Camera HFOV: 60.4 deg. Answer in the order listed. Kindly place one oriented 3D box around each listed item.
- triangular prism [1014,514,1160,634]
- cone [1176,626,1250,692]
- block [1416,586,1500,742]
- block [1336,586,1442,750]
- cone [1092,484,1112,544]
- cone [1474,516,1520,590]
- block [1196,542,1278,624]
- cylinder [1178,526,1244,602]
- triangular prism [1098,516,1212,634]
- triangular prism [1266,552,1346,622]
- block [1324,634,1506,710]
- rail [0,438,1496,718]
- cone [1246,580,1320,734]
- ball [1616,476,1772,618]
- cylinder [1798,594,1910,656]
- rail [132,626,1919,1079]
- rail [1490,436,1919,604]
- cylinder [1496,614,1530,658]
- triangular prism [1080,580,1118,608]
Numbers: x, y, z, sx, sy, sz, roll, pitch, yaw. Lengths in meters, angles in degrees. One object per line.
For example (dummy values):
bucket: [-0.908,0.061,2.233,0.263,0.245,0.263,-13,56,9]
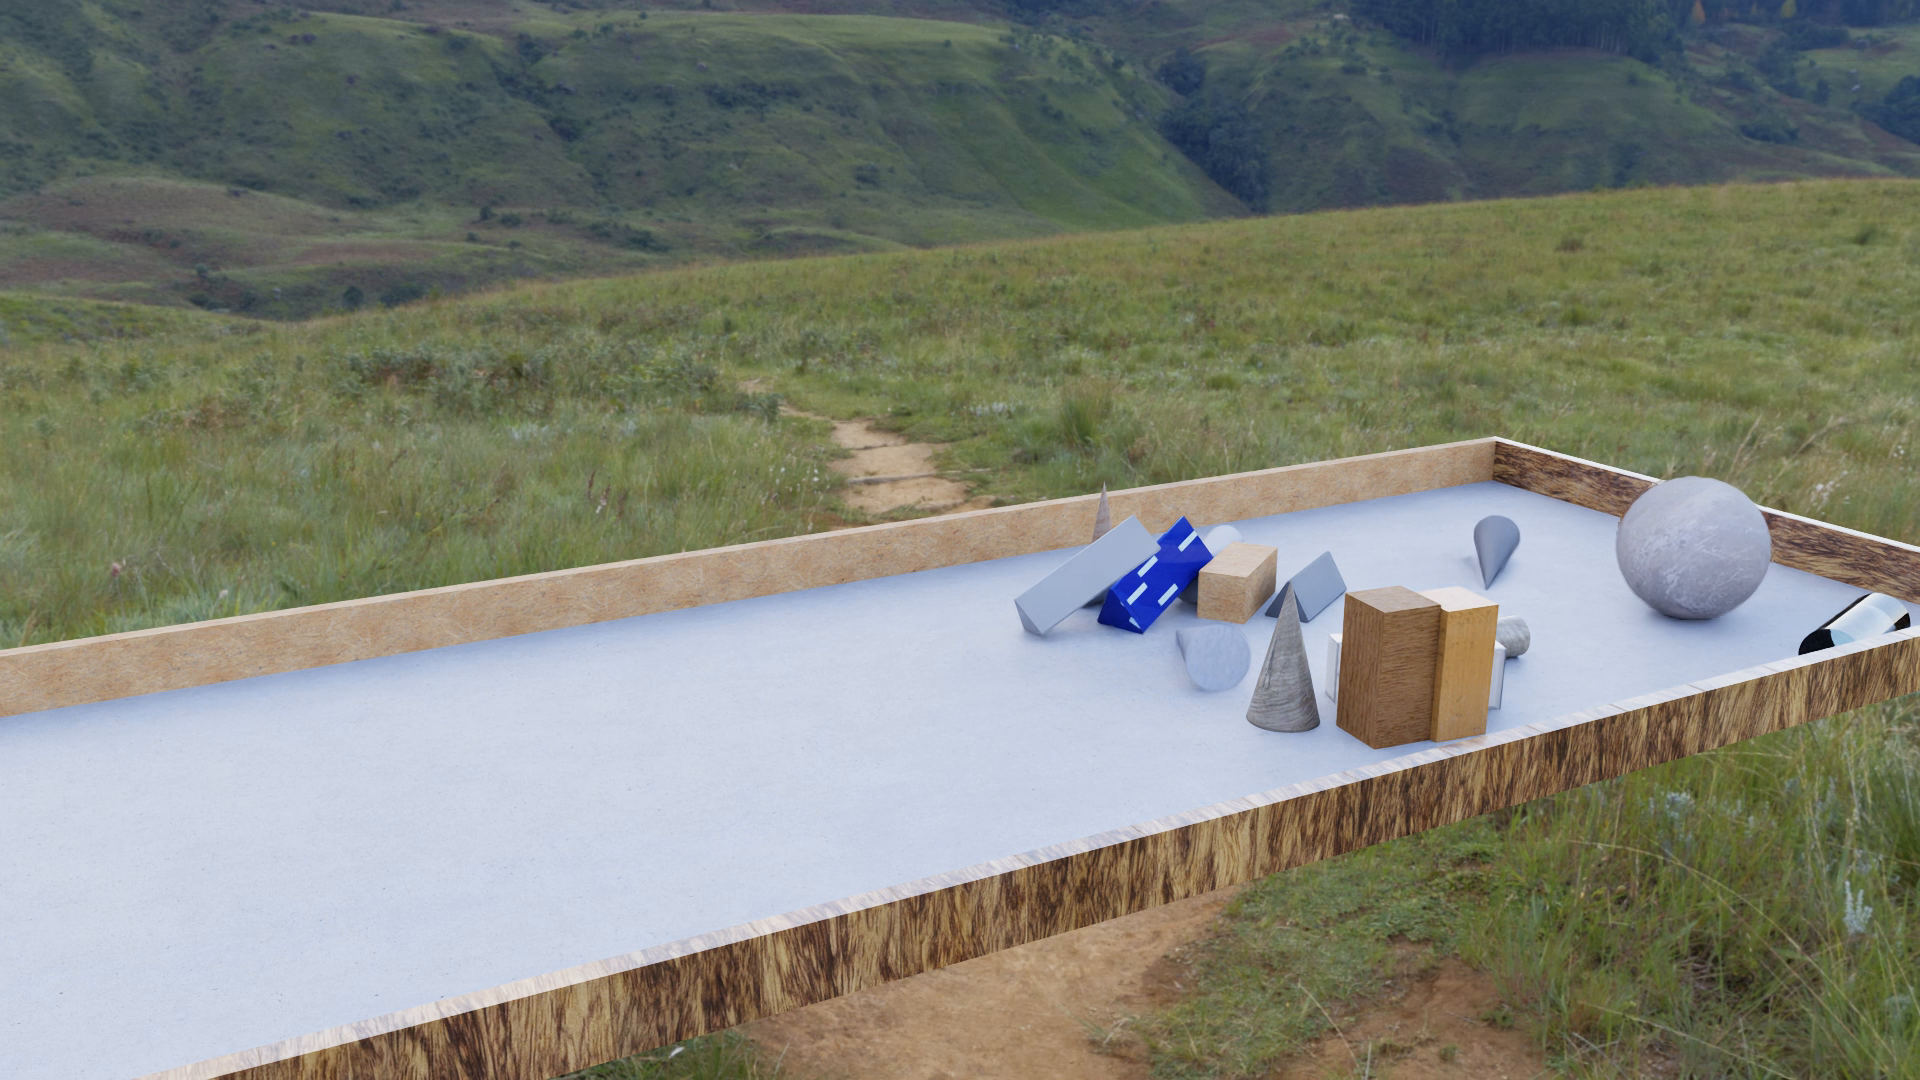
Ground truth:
triangular prism: [0.337,0.089,4.507,0.417,0.106,0.123,-35,16,-15]
cone: [0.613,0.269,4.295,0.165,0.165,0.451,-2,6,-6]
block: [1.128,0.286,3.814,0.140,0.318,0.140,-6,18,-21]
block: [0.981,0.290,3.786,0.152,0.328,0.152,-6,18,-21]
cone: [0.421,-0.020,4.852,0.115,0.322,0.115,0,16,0]
cone: [1.612,0.068,5.000,0.141,0.141,0.369,6,28,20]
block: [0.795,0.119,4.709,0.136,0.136,0.323,8,18,25]
cylinder: [0.740,0.067,4.913,0.121,0.121,0.420,7,18,21]
triangular prism: [0.536,0.086,4.597,0.152,0.132,0.369,13,42,39]
triangular prism: [0.996,0.126,4.722,0.126,0.109,0.339,9,19,29]
block: [1.101,0.318,3.998,0.385,0.154,0.154,-2,16,-7]
rail: [-3.305,0.497,3.399,12.000,0.150,0.050,-9,18,-27]
cone: [0.766,0.257,3.863,0.173,0.349,0.173,0,16,0]
ball: [2.037,0.020,4.586,0.395,0.395,0.395,0,16,0]
cylinder: [2.291,0.254,4.220,0.153,0.153,0.388,15,22,41]
rail: [-2.336,1.006,1.665,12.000,0.150,0.050,-9,18,-27]
rail: [2.466,-0.048,5.253,0.050,0.150,2.100,-9,18,-27]
cylinder: [1.266,0.271,4.241,0.409,0.108,0.108,-7,18,-21]
triangular prism: [0.444,0.099,4.793,0.319,0.098,0.085,-15,52,-42]
